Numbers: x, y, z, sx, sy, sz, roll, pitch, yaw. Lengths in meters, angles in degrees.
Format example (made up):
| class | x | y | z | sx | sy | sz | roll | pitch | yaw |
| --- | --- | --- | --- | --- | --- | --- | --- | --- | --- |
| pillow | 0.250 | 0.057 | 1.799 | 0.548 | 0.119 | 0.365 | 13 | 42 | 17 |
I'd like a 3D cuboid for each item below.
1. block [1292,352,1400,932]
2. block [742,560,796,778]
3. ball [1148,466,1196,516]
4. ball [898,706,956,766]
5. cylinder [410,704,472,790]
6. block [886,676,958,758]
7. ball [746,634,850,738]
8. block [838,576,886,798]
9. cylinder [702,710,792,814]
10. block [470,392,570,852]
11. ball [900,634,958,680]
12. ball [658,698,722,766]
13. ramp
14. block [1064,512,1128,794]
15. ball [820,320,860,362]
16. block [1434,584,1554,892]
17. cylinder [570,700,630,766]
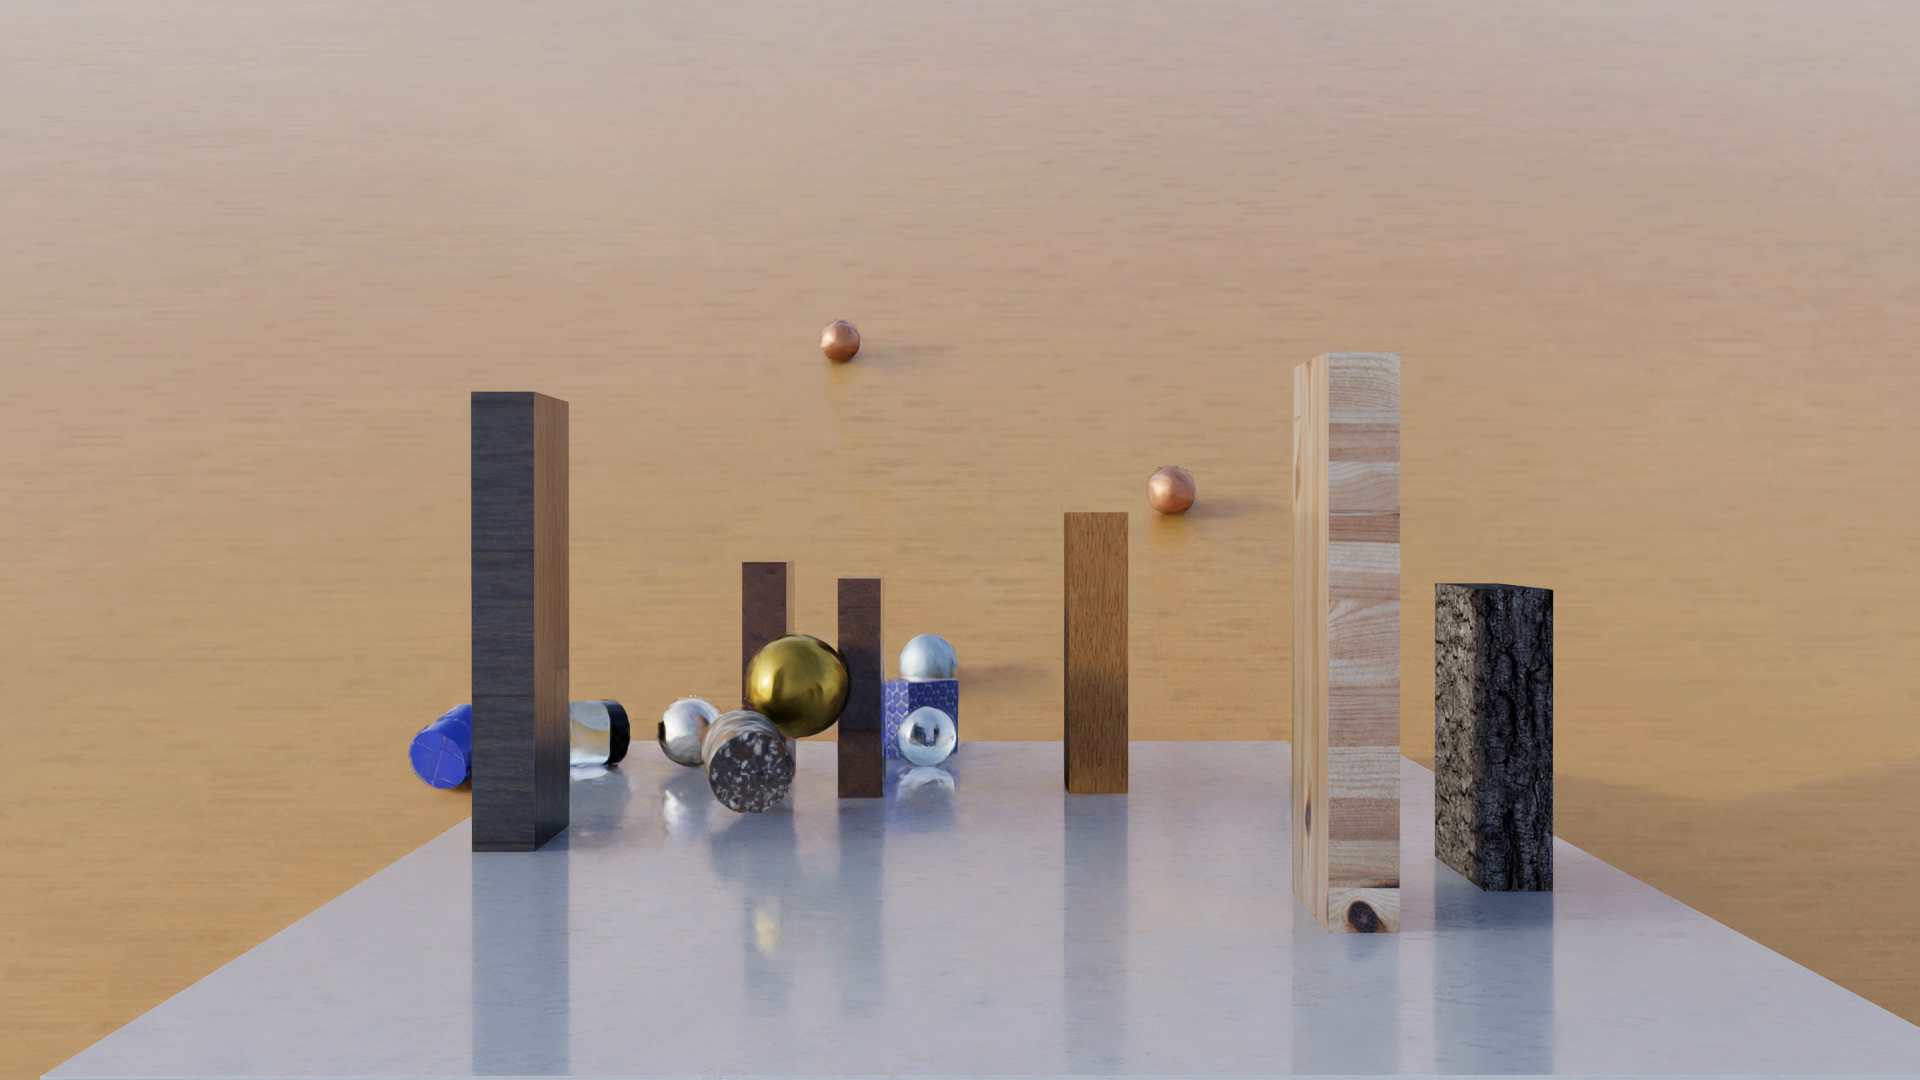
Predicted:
| class | x | y | z | sx | sy | sz | roll | pitch | yaw |
| --- | --- | --- | --- | --- | --- | --- | --- | --- | --- |
| block | 0.552 | 0.139 | 3.724 | 0.097 | 0.795 | 0.383 | 0 | 0 | 0 |
| block | -0.415 | 0.284 | 5.624 | 0.094 | 0.477 | 0.293 | 0 | 0 | 0 |
| ball | 0.644 | -0.149 | 7.864 | 0.148 | 0.148 | 0.148 | 0 | 29 | 0 |
| ball | -0.076 | 0.452 | 5.941 | 0.137 | 0.137 | 0.137 | 0 | 29 | 0 |
| cylinder | -1.288 | 0.527 | 6.601 | 0.163 | 0.163 | 0.163 | 11 | 25 | 19 |
| block | -0.129 | 0.429 | 6.288 | 0.178 | 0.178 | 0.178 | 0 | 1 | 42 |
| ball | -0.326 | 0.293 | 5.189 | 0.208 | 0.208 | 0.208 | 0 | 29 | 0 |
| block | -0.205 | 0.301 | 5.431 | 0.088 | 0.447 | 0.344 | 0 | 0 | 0 |
| cylinder | -0.417 | 0.431 | 5.045 | 0.162 | 0.162 | 0.162 | -6 | 13 | -10 |
| block | -0.779 | 0.138 | 4.601 | 0.107 | 0.785 | 0.396 | 0 | 0 | 0 |
| ball | -0.085 | 0.331 | 6.982 | 0.155 | 0.155 | 0.155 | 0 | 29 | 0 |
| ball | -0.615 | 0.441 | 5.936 | 0.159 | 0.159 | 0.159 | 0 | 29 | 0 |
| ramp | 0.065 | 0.580 | 4.626 | 2.000 | 0.100 | 4.000 | 0 | 0 | 0 |
| block | 0.287 | 0.233 | 5.470 | 0.122 | 0.582 | 0.251 | 0 | 0 | 0 |
| ball | -0.409 | -0.680 | 8.839 | 0.138 | 0.138 | 0.138 | 0 | 29 | 0 |
| block | 0.850 | 0.303 | 4.135 | 0.104 | 0.459 | 0.409 | 0 | 0 | 0 |
| cylinder | -0.863 | 0.446 | 5.970 | 0.147 | 0.147 | 0.147 | 0 | 24 | -36 |
